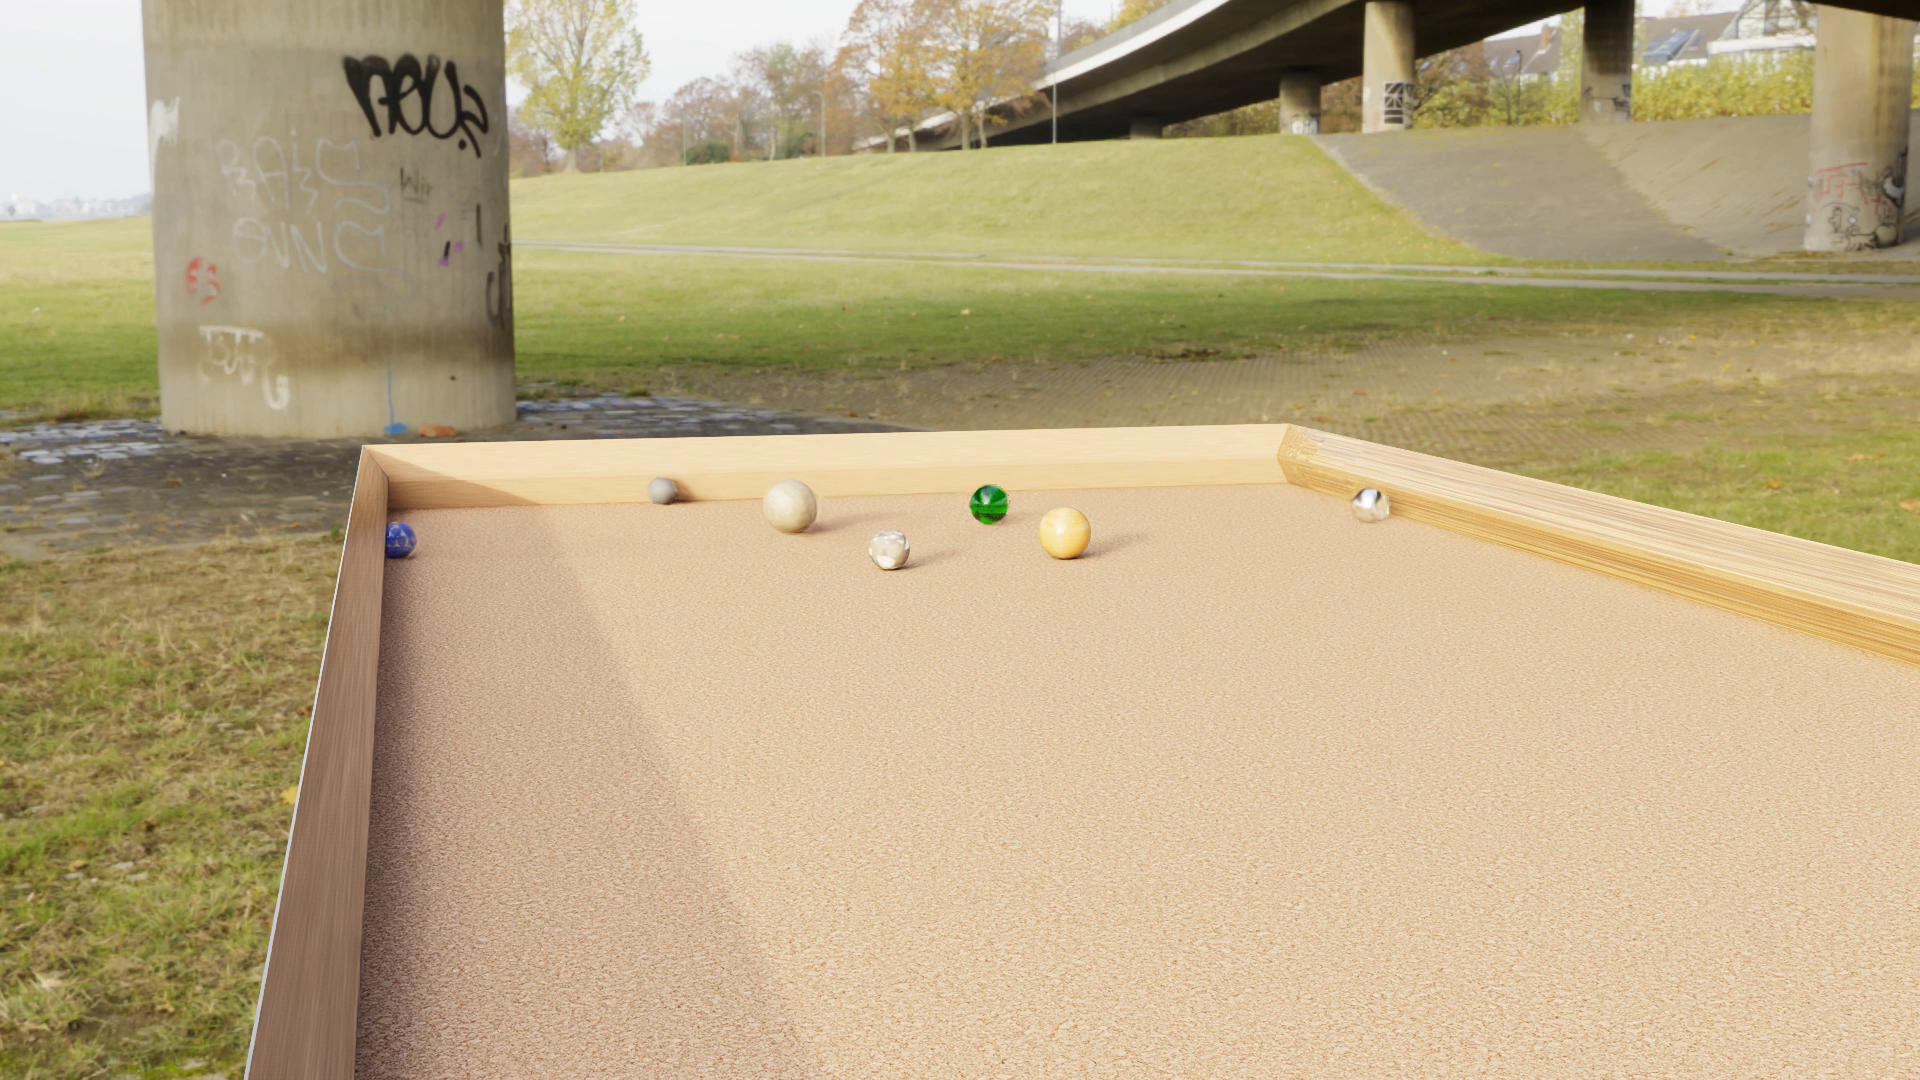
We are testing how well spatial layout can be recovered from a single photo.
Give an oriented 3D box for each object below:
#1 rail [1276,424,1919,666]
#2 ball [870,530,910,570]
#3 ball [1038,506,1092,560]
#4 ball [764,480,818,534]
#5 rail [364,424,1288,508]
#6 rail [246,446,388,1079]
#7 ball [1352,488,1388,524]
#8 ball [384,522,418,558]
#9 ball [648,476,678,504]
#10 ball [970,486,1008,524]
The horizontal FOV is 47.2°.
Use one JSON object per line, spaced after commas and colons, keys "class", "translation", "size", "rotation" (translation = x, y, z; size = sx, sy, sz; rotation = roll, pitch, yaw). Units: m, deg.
{"class": "rail", "translation": [1.080, 0.065, 2.804], "size": [0.045, 0.119, 3.530], "rotation": [-2, 8, -14]}
{"class": "ball", "translation": [-0.108, 0.015, 3.363], "size": [0.062, 0.062, 0.062], "rotation": [0, 8, 0]}
{"class": "ball", "translation": [0.166, -0.011, 3.471], "size": [0.083, 0.083, 0.083], "rotation": [0, 8, 0]}
{"class": "ball", "translation": [-0.289, -0.057, 3.758], "size": [0.091, 0.091, 0.091], "rotation": [0, 8, 0]}
{"class": "rail", "translation": [-0.209, -0.144, 4.261], "size": [1.832, 0.119, 0.045], "rotation": [-2, 8, -14]}
{"class": "rail", "translation": [-0.651, 0.127, 2.375], "size": [0.045, 0.119, 3.530], "rotation": [-2, 8, -14]}
{"class": "ball", "translation": [0.723, -0.060, 3.877], "size": [0.064, 0.064, 0.064], "rotation": [0, 8, 0]}
{"class": "ball", "translation": [-0.889, 0.000, 3.478], "size": [0.059, 0.059, 0.059], "rotation": [0, 8, 0]}
{"class": "ball", "translation": [-0.560, -0.093, 4.144], "size": [0.053, 0.053, 0.053], "rotation": [0, 8, 0]}
{"class": "ball", "translation": [0.051, -0.062, 3.879], "size": [0.068, 0.068, 0.068], "rotation": [0, 8, 0]}
